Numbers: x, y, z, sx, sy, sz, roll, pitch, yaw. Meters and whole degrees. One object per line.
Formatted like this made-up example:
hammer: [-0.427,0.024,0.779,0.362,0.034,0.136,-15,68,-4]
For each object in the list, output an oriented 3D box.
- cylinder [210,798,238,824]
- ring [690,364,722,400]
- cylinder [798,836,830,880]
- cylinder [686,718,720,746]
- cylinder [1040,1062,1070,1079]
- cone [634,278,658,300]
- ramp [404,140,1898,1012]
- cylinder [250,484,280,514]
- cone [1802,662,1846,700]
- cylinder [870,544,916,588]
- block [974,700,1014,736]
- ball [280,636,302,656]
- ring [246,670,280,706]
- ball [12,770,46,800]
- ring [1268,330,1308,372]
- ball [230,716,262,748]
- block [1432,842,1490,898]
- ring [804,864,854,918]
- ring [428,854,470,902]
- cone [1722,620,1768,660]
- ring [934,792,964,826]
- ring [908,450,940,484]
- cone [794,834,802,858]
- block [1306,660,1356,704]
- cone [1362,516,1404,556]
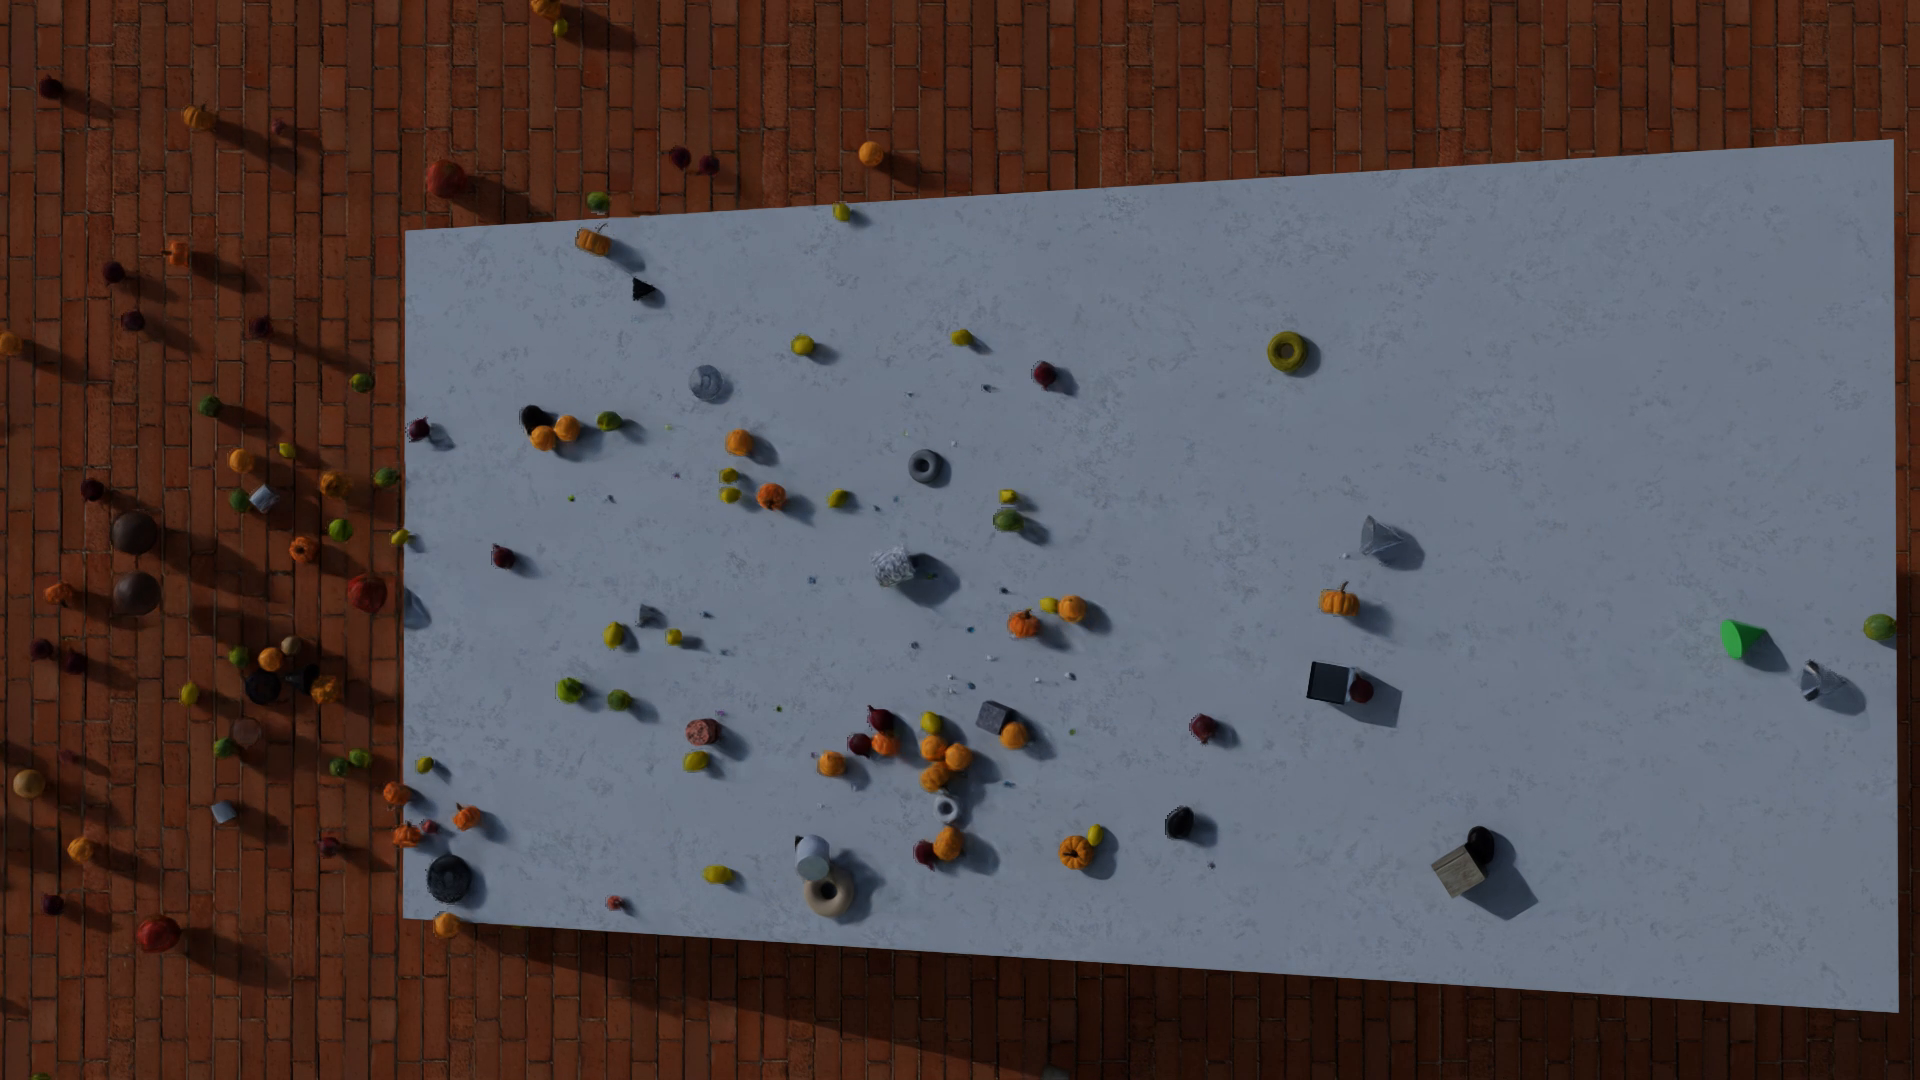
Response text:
cylinder: [-2.159,0.797,6.453,0.057,0.057,0.057,-28,92,0]
ring: [-0.699,-0.434,6.055,0.097,0.032,0.097,0,90,19]
cylinder: [-0.391,0.849,5.866,0.085,0.085,0.085,-1,121,-2]
cylinder: [-0.703,0.525,6.023,0.071,0.071,0.071,0,89,20]
cylinder: [0.277,1.575,6.434,0.074,0.074,0.074,16,89,2]
cone: [-0.876,-0.699,6.124,0.065,0.065,0.065,-1,89,-7]
ramp: [0.280,0.090,5.763,4.000,0.100,2.000,0,89,20]
cylinder: [-2.042,-0.122,6.463,0.063,0.063,0.063,-43,89,-1]
cone: [2.001,0.329,5.062,0.090,0.090,0.090,5,89,-7]
cylinder: [-0.177,0.071,5.815,0.094,0.094,0.094,-19,89,5]
block: [0.091,0.463,5.738,0.067,0.067,0.067,22,97,19]
ball: [-1.964,0.312,6.458,0.061,0.061,0.061,0,89,0]
ring: [-2.051,0.434,6.470,0.105,0.035,0.105,0,90,1]
ball: [-2.727,0.716,6.439,0.089,0.089,0.089,0,89,0]
ring: [0.820,-0.472,5.504,0.103,0.034,0.103,0,91,20]
ball: [-2.092,0.561,6.440,0.091,0.091,0.091,0,89,0]
block: [1.209,0.797,5.314,0.093,0.093,0.093,-35,78,16]
ring: [-0.351,0.941,5.902,0.146,0.049,0.146,0,90,19]
ring: [-1.465,0.971,6.306,0.139,0.046,0.139,-2,86,22]
cone: [1.839,0.222,5.121,0.092,0.092,0.092,-13,89,-8]
ring: [-0.031,0.709,5.799,0.085,0.028,0.085,0,90,21]
ring: [-0.094,-0.196,5.833,0.092,0.031,0.092,-1,88,21]
cone: [-0.412,0.823,5.937,0.061,0.061,0.061,-5,89,-7]
block: [0.916,0.351,5.427,0.092,0.092,0.092,9,92,20]
cone: [1.049,-0.005,5.409,0.098,0.098,0.098,7,89,-7]
